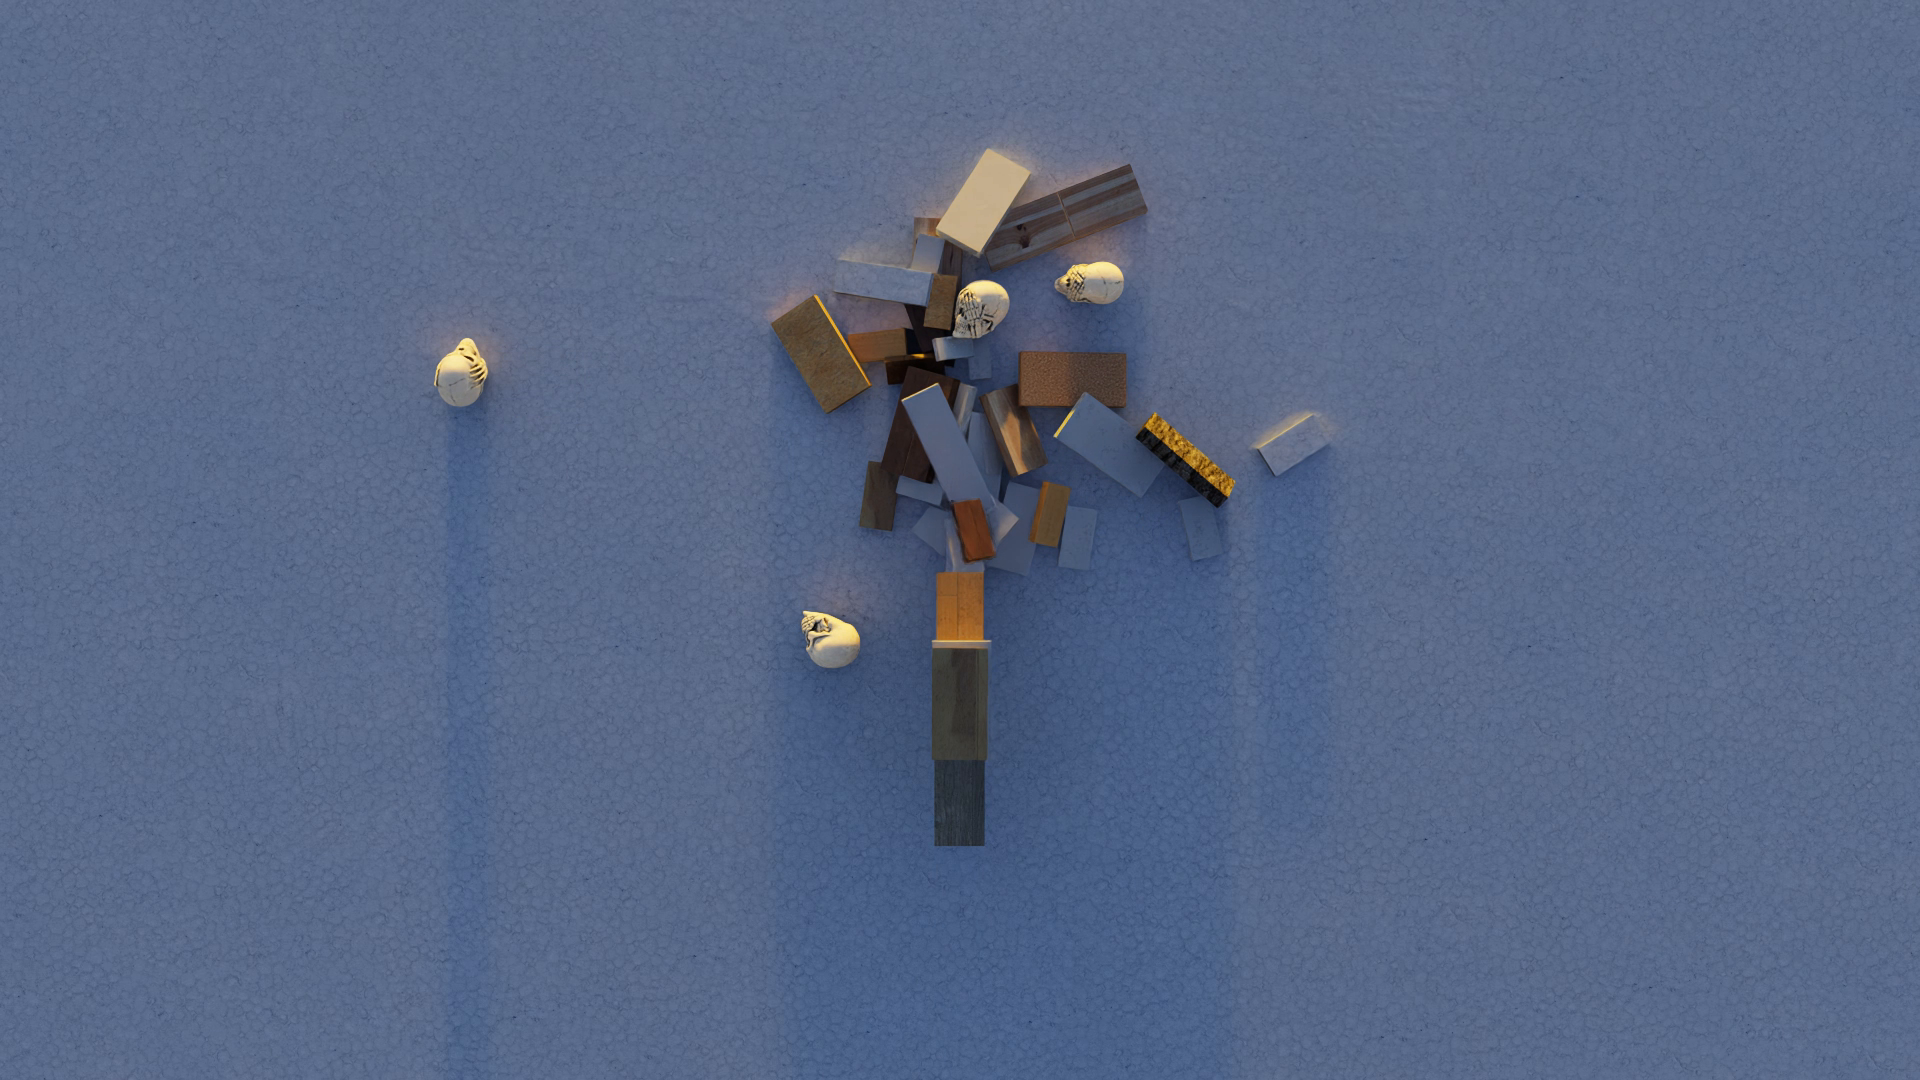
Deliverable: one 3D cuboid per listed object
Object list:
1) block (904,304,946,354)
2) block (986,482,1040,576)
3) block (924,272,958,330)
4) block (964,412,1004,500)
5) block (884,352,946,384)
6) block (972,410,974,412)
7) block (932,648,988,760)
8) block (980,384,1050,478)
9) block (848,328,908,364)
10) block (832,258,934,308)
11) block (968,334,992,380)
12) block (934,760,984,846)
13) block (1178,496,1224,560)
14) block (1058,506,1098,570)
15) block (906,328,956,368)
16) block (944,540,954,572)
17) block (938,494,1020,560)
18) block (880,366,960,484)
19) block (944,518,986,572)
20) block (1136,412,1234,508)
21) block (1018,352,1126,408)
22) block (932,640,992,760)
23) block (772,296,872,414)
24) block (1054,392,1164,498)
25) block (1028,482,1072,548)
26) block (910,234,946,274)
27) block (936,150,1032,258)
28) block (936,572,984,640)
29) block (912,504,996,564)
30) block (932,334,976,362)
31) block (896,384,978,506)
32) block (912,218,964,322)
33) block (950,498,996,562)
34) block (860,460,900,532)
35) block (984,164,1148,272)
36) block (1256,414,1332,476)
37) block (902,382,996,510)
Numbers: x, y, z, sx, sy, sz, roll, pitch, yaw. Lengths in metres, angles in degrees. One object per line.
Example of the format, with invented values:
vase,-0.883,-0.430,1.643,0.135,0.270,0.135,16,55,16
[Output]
block,-0.113,-0.713,5.440,0.089,0.025,0.177,-21,91,0
block,0.193,-0.037,5.480,0.143,0.041,0.286,16,90,0
block,-0.064,-0.783,5.415,0.089,0.025,0.177,8,90,-2
block,0.071,-0.272,5.446,0.143,0.041,0.286,7,90,-31
block,-0.148,-0.568,5.457,0.193,0.027,0.096,-5,135,0
block,0.017,-0.373,5.440,0.057,0.016,0.113,0,93,-30
block,-0.001,0.442,4.455,0.150,0.042,0.300,0,90,0
block,0.179,-0.362,5.440,0.143,0.041,0.286,-22,90,-38
block,-0.272,-0.642,5.470,0.193,0.027,0.096,-5,90,10
block,-0.253,-0.847,5.434,0.331,0.031,0.110,11,90,18
block,0.063,-0.609,5.490,0.073,0.021,0.147,-6,90,0
block,-0.001,0.798,5.165,0.157,0.044,0.313,0,90,0
block,0.800,-0.043,5.486,0.102,0.029,0.204,-13,90,0
block,0.391,-0.006,5.486,0.102,0.029,0.204,9,90,0
block,-0.106,-0.640,5.486,0.193,0.027,0.096,11,90,0
block,0.000,0.041,5.338,0.095,0.027,0.191,3,76,-7
block,0.063,-0.013,5.412,0.130,0.037,0.259,42,91,10
block,-0.130,-0.377,5.392,0.175,0.050,0.350,18,96,26
block,0.013,0.020,5.314,0.095,0.027,0.191,-11,79,-11
block,0.741,-0.263,5.410,0.354,0.177,0.050,41,116,0
block,0.372,-0.530,5.449,0.354,0.050,0.177,0,90,-8
block,0.004,0.465,4.800,0.171,0.049,0.343,0,90,0
block,-0.458,-0.614,5.460,0.175,0.050,0.350,-32,90,11
block,0.503,-0.313,5.437,0.354,0.050,0.177,34,92,-12
block,0.298,-0.085,5.454,0.102,0.029,0.204,12,92,-38
block,-0.112,-0.914,5.440,0.089,0.025,0.177,14,90,0
block,0.078,-1.110,5.433,0.167,0.047,0.333,30,78,7
block,0.001,0.248,5.187,0.146,0.041,0.292,0,90,0
block,-0.019,-0.003,5.460,0.259,0.037,0.130,38,90,10
block,-0.020,-0.633,5.428,0.147,0.021,0.073,-12,90,-35
block,-0.078,-0.327,5.421,0.175,0.050,0.403,17,95,28
block,-0.076,-0.897,5.476,0.167,0.047,0.333,3,90,0
block,0.041,-0.031,5.298,0.095,0.027,0.191,-10,80,-23
block,-0.265,-0.146,5.484,0.110,0.031,0.221,8,90,0
block,0.334,-1.067,5.476,0.553,0.047,0.166,-21,90,0
block,1.112,-0.316,5.484,0.221,0.031,0.110,-32,90,0
block,-0.037,-0.280,5.329,0.130,0.037,0.439,-26,102,-5
